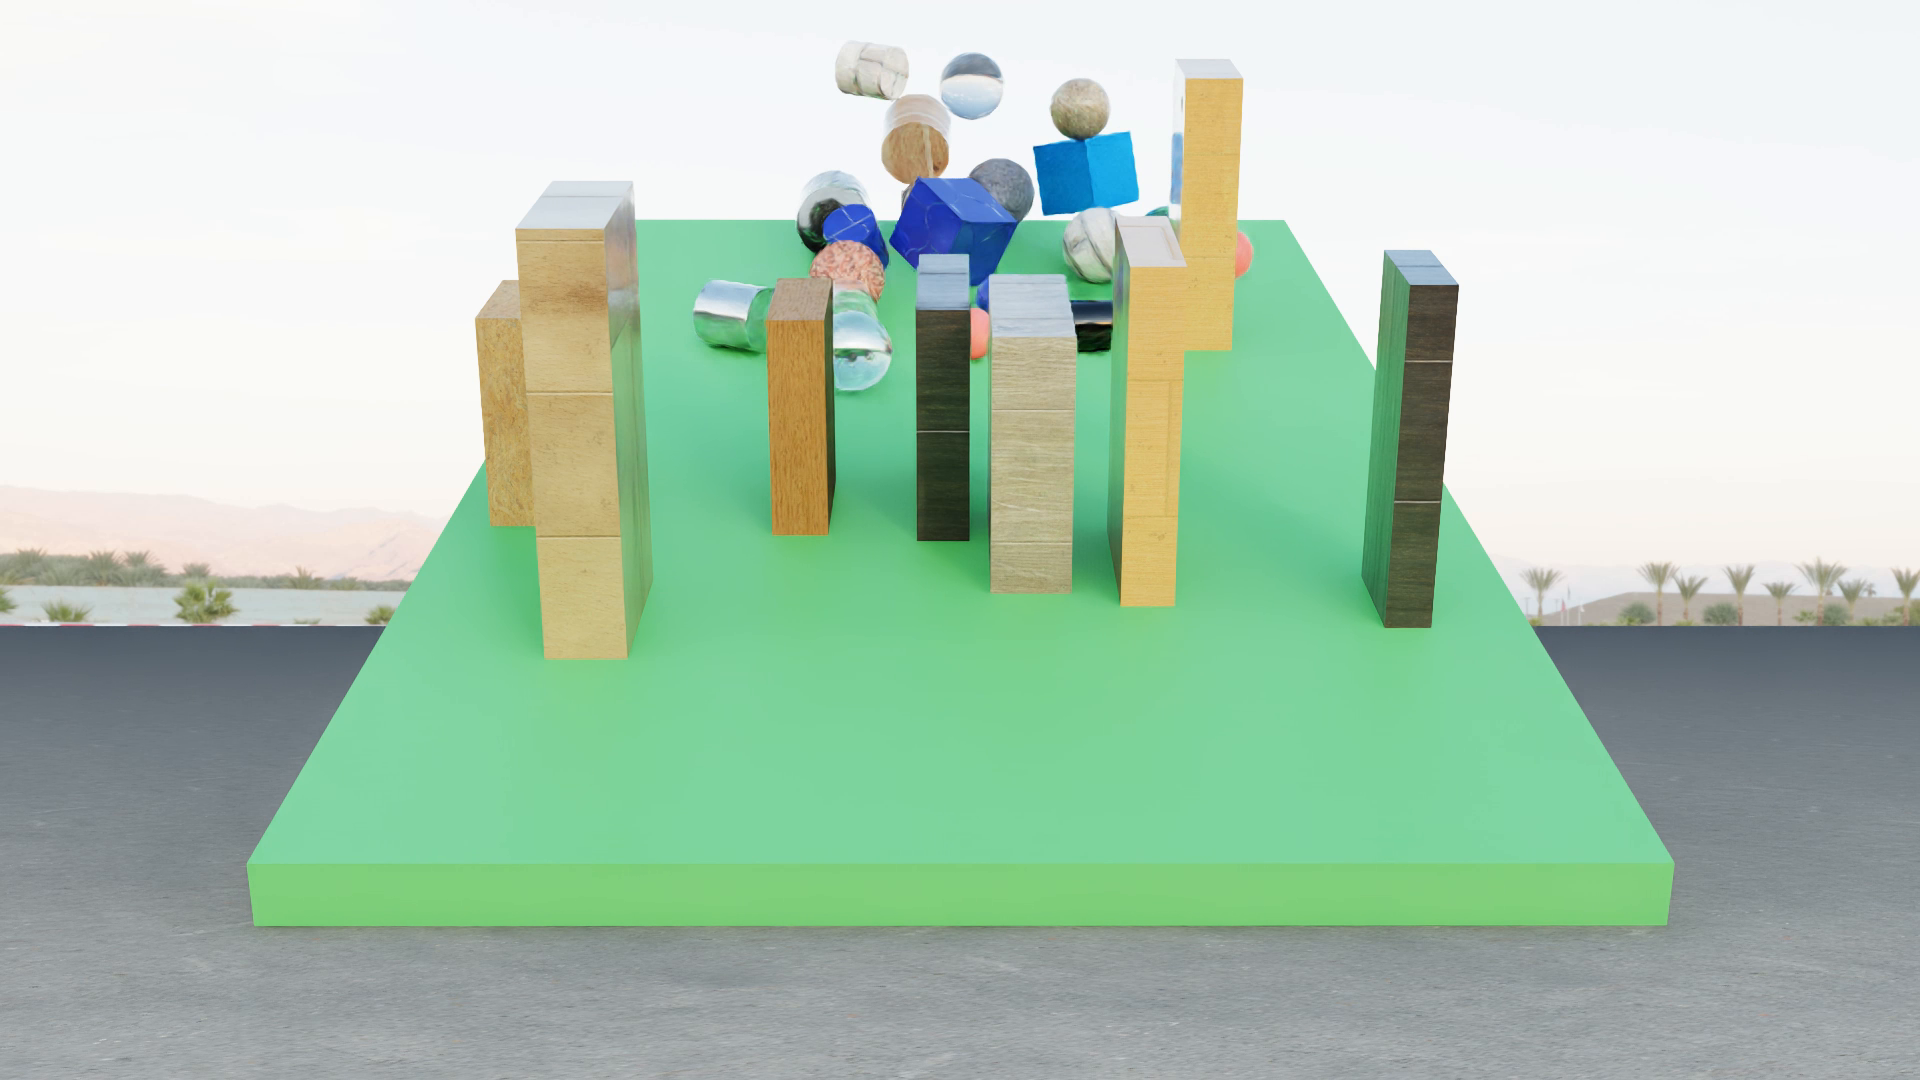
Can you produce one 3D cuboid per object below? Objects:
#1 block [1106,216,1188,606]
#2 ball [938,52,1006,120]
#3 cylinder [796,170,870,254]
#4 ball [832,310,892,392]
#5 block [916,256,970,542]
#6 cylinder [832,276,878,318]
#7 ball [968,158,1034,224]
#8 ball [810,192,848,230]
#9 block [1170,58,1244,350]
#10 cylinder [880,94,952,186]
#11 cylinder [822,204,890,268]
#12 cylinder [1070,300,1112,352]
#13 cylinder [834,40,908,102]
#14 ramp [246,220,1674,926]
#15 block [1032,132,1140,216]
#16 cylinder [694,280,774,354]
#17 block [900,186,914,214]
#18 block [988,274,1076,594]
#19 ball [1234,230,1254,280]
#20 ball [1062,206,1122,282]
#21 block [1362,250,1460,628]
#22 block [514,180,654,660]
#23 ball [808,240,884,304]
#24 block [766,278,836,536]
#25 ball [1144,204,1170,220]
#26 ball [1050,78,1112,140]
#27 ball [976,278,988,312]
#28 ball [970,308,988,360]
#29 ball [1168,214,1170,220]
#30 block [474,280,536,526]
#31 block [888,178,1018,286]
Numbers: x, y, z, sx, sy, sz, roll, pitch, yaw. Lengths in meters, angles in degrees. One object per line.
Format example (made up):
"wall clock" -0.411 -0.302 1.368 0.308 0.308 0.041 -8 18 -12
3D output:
"block" 0.335 -0.240 4.139 0.096 0.620 0.385 0 21 0
"ball" 0.035 -1.356 6.807 0.200 0.200 0.200 0 -2 0
"cylinder" -0.360 -0.932 6.525 0.210 0.210 0.210 0 21 -3
"ball" -0.249 -0.436 5.258 0.185 0.185 0.185 0 -2 0
"block" -0.033 -0.286 4.487 0.101 0.457 0.421 0 21 0
"cylinder" -0.279 -0.581 5.719 0.129 0.129 0.129 0 21 -9
"ball" 0.115 -1.014 6.677 0.207 0.207 0.207 0 -2 0
"ball" -0.386 -0.969 6.750 0.118 0.118 0.118 0 -2 0
"block" 0.599 -0.828 5.619 0.136 0.664 0.292 0 21 0
"cylinder" -0.126 -1.157 6.584 0.197 0.197 0.197 0 35 1
"cylinder" -0.283 -0.806 6.192 0.149 0.149 0.149 -1 -35 16
"cylinder" 0.319 -0.523 5.567 0.125 0.125 0.125 -3 -2 -9
"cylinder" -0.255 -1.359 6.600 0.156 0.156 0.156 14 5 27
"ramp" -0.006 -0.214 5.079 2.000 0.100 4.000 0 21 0
"block" 0.354 -1.026 6.384 0.195 0.195 0.195 2 16 45
"cylinder" -0.539 -0.548 5.582 0.160 0.160 0.160 12 4 30
"block" -0.065 -0.928 6.564 0.174 0.174 0.174 5 21 12
"block" 0.128 -0.205 4.242 0.146 0.480 0.434 0 21 0
"ball" 0.727 -0.779 6.219 0.144 0.144 0.144 0 -2 0
"ball" 0.379 -0.802 6.194 0.204 0.204 0.204 0 -2 0
"block" 0.782 -0.177 3.983 0.081 0.615 0.243 0 21 0
"block" -0.631 -0.208 3.885 0.140 0.739 0.361 0 21 0
"ball" -0.291 -0.671 5.858 0.197 0.197 0.197 0 -2 0
"block" -0.308 -0.266 4.473 0.108 0.428 0.318 0 21 0
"ball" 0.574 -0.826 6.274 0.191 0.191 0.191 0 -2 0
"ball" 0.328 -1.176 6.220 0.168 0.168 0.168 0 -2 0
"ball" 0.102 -0.615 5.813 0.125 0.125 0.125 0 -2 0
"ball" 0.030 -0.499 5.511 0.124 0.124 0.124 0 -2 0
"ball" 0.641 -0.873 6.468 0.141 0.141 0.141 0 -2 0
"block" -0.852 -0.274 4.506 0.128 0.418 0.290 0 21 0
"block" -0.018 -0.824 6.108 0.208 0.208 0.208 -7 44 -44
